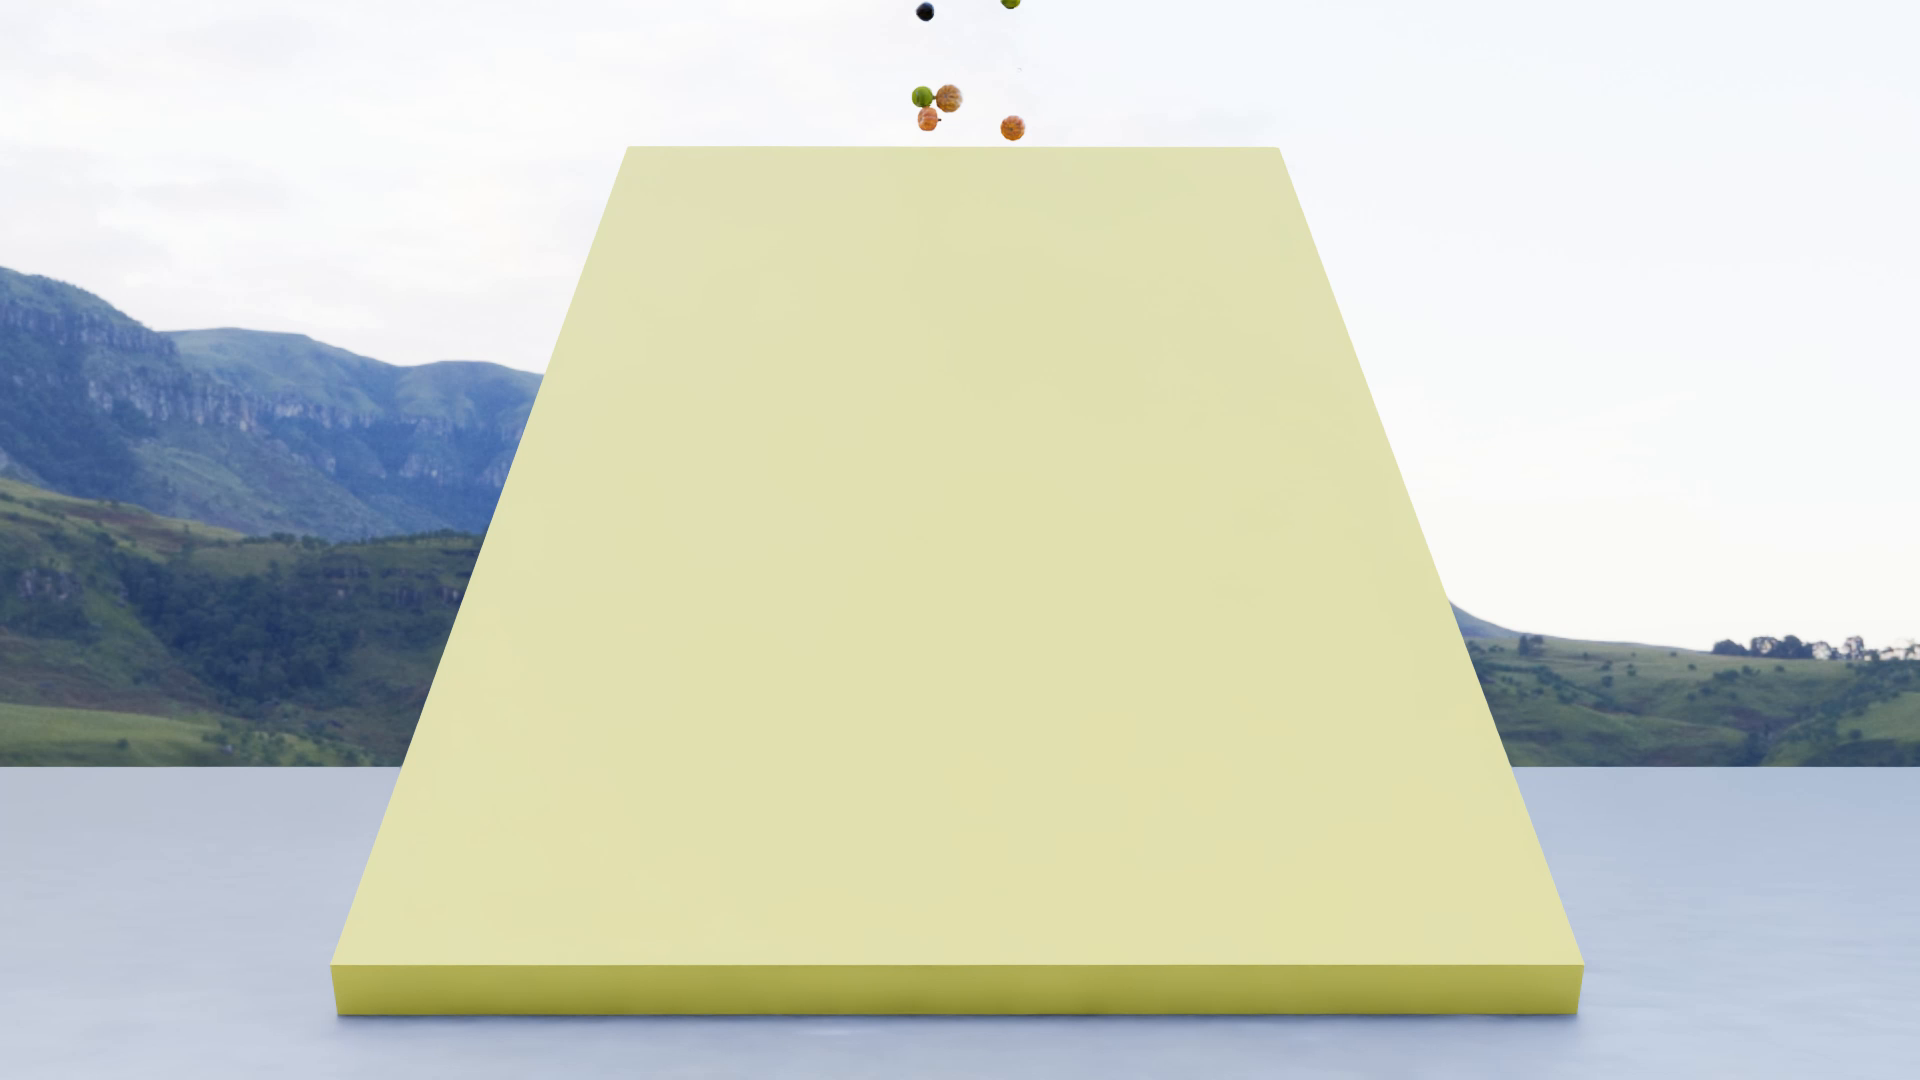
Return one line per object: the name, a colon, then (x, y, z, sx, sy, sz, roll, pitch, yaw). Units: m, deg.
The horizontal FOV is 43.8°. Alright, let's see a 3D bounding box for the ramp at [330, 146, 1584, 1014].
ramp: (-0.011, -0.222, 5.594, 2.000, 0.100, 4.000, 0, 28, 0)
